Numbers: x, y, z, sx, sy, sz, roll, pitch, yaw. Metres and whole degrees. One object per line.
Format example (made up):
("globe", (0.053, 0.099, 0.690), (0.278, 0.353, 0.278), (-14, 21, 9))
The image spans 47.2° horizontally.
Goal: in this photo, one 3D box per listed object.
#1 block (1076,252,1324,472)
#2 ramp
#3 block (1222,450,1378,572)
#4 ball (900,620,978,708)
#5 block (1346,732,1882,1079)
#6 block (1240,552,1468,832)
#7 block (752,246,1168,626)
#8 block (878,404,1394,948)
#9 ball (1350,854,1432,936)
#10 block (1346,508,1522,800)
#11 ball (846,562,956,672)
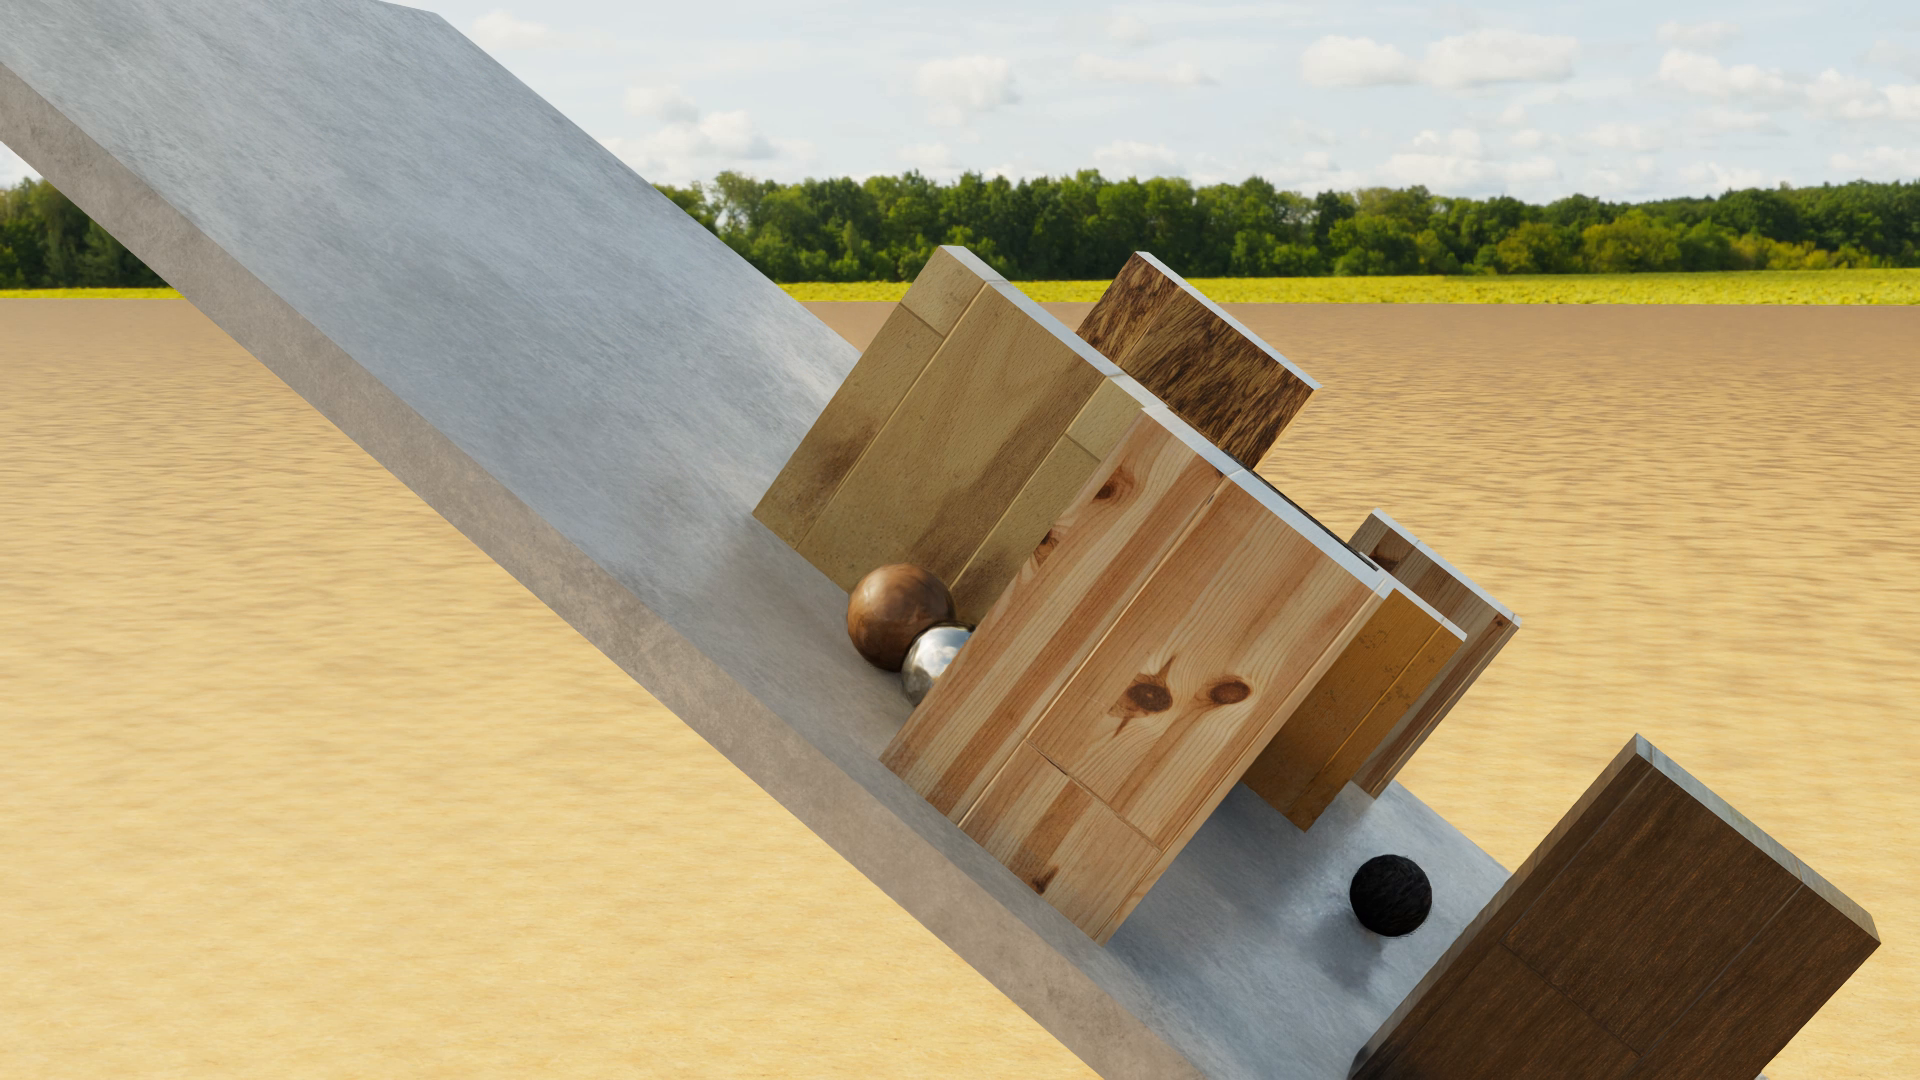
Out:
("block", (0.346, -0.184, 4.407), (0.443, 0.644, 0.125), (39, 16, 9))
("ramp", (-0.057, 0.118, 4.066), (4.000, 0.100, 2.000), (39, 16, 9))
("block", (0.432, 0.153, 3.857), (0.337, 0.518, 0.128), (39, 16, 9))
("ball", (-0.011, 0.202, 3.351), (0.159, 0.159, 0.159), (0, 7, 0))
("block", (0.925, 0.667, 3.165), (0.406, 0.657, 0.143), (39, 16, 9))
("block", (0.700, 0.286, 4.129), (0.248, 0.471, 0.084), (39, 16, 9))
("block", (-0.005, -0.132, 3.672), (0.441, 0.560, 0.135), (39, 16, 9))
("block", (0.243, 0.191, 3.119), (0.418, 0.641, 0.131), (39, 16, 9))
("ball", (0.761, 0.628, 3.884), (0.143, 0.143, 0.143), (0, 7, 0))
("block", (0.879, 0.238, 4.641), (0.380, 0.473, 0.112), (39, 16, 9))
("ball", (-0.093, 0.122, 3.473), (0.173, 0.173, 0.173), (0, 7, 0))
